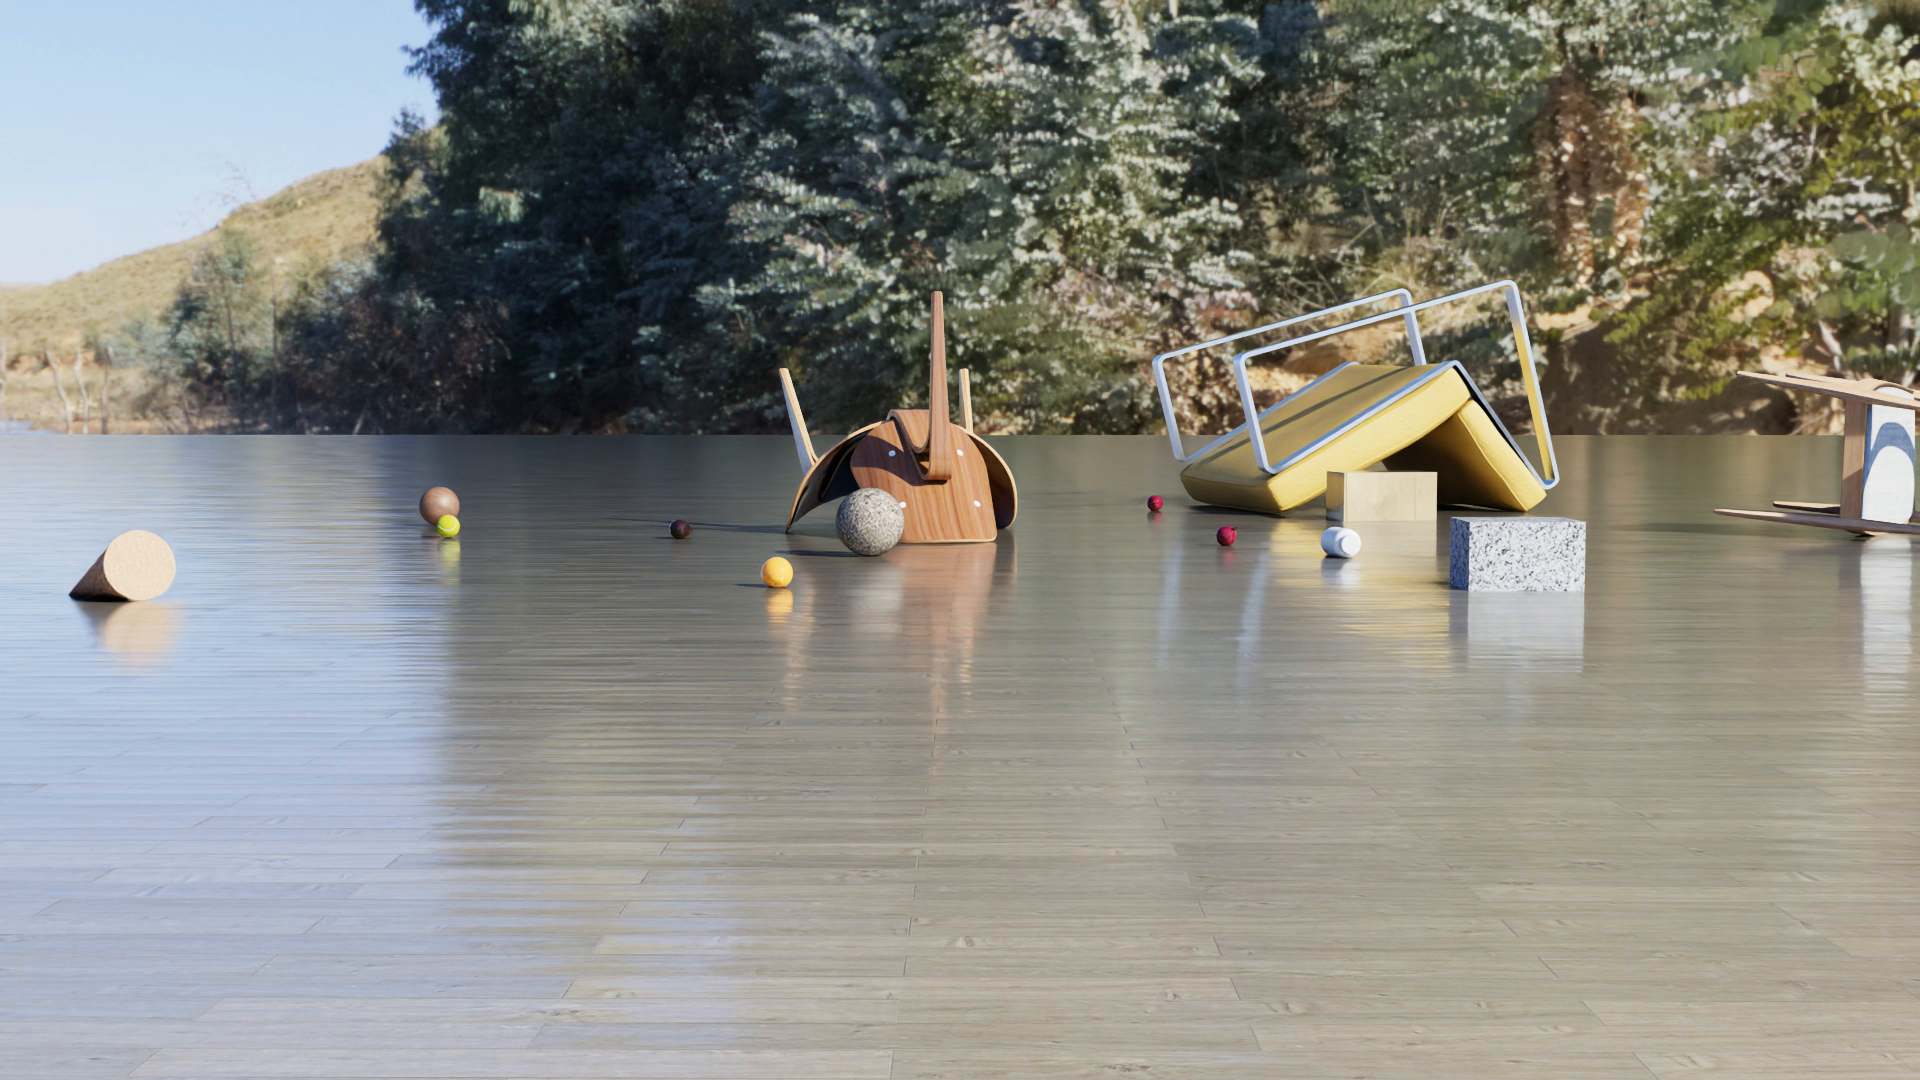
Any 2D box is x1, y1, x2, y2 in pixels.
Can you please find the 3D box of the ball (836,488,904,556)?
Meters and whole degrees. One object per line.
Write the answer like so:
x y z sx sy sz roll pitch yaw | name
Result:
-0.242 -0.049 5.909 0.185 0.185 0.185 0 4 0 | ball

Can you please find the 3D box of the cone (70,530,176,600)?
-1.850 0.087 4.751 0.242 0.151 0.190 -18 6 29 | cone

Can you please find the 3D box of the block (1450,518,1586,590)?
1.261 0.030 4.985 0.257 0.153 0.194 0 4 0 | block

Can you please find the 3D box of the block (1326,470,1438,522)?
1.452 -0.154 7.583 0.335 0.165 0.169 -1 4 -11 | block
